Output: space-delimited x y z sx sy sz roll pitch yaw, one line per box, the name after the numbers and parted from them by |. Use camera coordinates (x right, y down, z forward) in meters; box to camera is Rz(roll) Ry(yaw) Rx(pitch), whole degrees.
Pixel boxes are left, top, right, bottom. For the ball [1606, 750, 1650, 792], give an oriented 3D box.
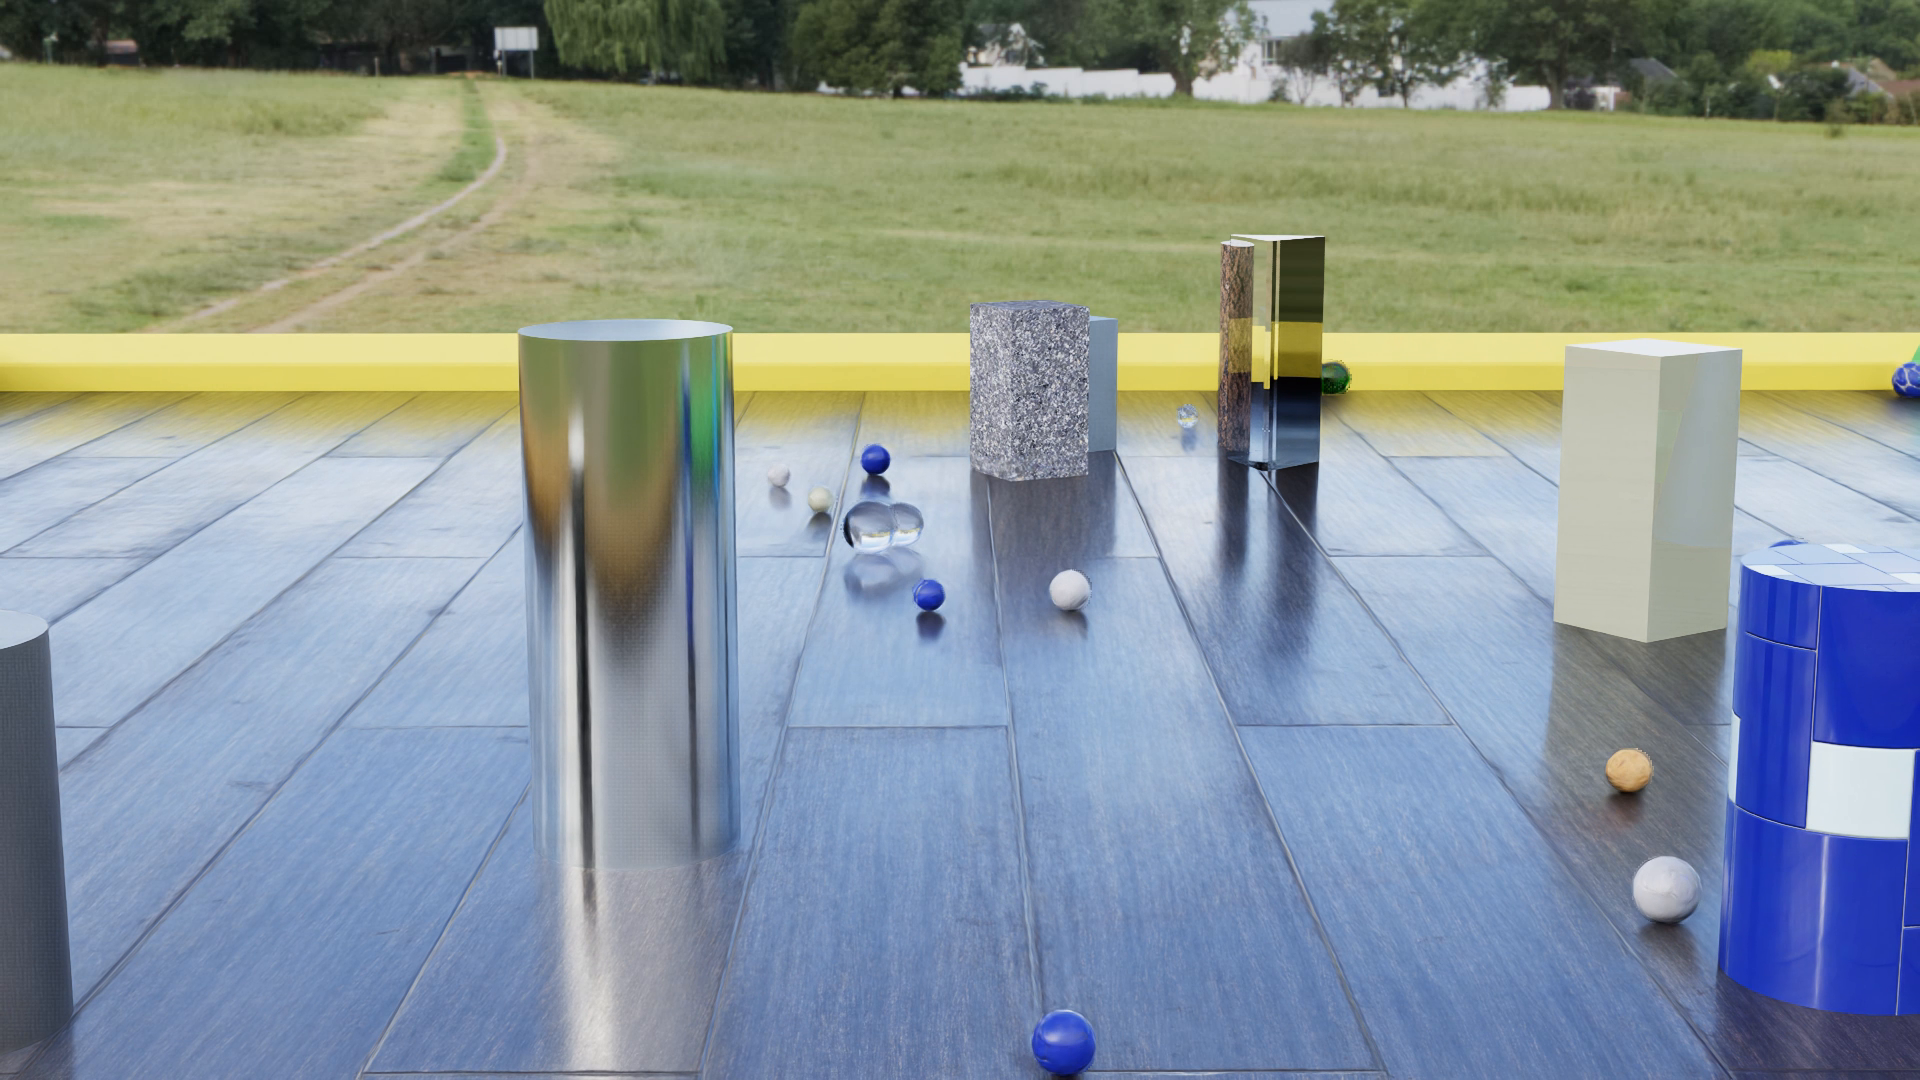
0.677 0.234 2.599 0.044 0.044 0.044 0 10 0 | ball

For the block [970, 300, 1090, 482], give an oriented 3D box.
0.124 -0.272 4.620 0.157 0.303 0.157 -5 12 -27 | block

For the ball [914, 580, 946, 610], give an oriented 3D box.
-0.042 0.074 3.463 0.043 0.043 0.043 0 10 0 | ball

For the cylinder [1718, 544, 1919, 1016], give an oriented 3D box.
0.719 0.186 2.058 0.197 0.335 0.197 0 10 0 | cylinder

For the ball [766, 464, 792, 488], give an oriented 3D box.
-0.316 -0.113 4.472 0.043 0.043 0.043 0 10 0 | ball

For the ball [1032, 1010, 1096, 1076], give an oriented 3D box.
0.076 0.367 1.874 0.047 0.047 0.047 0 10 0 | ball

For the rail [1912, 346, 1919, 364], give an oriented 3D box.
2.173 0.031 3.461 0.045 0.128 4.782 0 10 0 | rail

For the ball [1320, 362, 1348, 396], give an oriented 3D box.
0.830 -0.361 5.727 0.075 0.075 0.075 0 10 0 | ball

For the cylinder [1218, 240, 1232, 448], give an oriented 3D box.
0.599 -0.378 4.955 0.197 0.389 0.197 0 10 0 | cylinder

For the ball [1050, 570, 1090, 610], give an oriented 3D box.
0.148 0.068 3.469 0.054 0.054 0.054 0 10 0 | ball

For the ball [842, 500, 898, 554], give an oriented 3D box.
-0.135 -0.020 3.859 0.084 0.084 0.084 0 10 0 | ball

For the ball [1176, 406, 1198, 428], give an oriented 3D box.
0.462 -0.251 5.215 0.044 0.044 0.044 0 10 0 | ball

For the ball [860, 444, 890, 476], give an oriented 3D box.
-0.151 -0.144 4.609 0.054 0.054 0.054 0 10 0 | ball

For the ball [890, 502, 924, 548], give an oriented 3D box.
-0.090 -0.024 3.921 0.069 0.069 0.069 0 10 0 | ball

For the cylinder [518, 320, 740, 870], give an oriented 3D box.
-0.307 0.046 2.401 0.197 0.486 0.197 0 10 0 | cylinder

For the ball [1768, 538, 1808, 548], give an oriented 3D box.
1.132 0.044 3.494 0.092 0.092 0.092 0 10 0 | ball

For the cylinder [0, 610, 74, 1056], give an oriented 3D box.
-0.786 0.221 1.948 0.197 0.306 0.197 0 10 0 | cylinder

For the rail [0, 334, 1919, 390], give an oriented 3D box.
-0.014 -0.398 5.777 4.394 0.128 0.045 0 10 0 | rail

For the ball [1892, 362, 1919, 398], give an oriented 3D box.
2.104 -0.354 5.674 0.080 0.080 0.080 0 10 0 | ball

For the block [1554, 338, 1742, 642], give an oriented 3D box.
0.896 -0.069 3.349 0.157 0.367 0.157 -7 13 -34 | block

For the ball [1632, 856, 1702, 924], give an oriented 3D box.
0.608 0.300 2.205 0.057 0.057 0.057 0 10 0 | ball

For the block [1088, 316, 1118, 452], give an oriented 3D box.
0.190 -0.301 4.919 0.157 0.250 0.157 -8 13 -36 | block

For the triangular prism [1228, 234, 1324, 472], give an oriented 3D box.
0.556 -0.350 4.729 0.148 0.417 0.170 9 14 41 | triangular prism

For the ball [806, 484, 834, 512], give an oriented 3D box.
-0.229 -0.068 4.223 0.046 0.046 0.046 0 10 0 | ball
